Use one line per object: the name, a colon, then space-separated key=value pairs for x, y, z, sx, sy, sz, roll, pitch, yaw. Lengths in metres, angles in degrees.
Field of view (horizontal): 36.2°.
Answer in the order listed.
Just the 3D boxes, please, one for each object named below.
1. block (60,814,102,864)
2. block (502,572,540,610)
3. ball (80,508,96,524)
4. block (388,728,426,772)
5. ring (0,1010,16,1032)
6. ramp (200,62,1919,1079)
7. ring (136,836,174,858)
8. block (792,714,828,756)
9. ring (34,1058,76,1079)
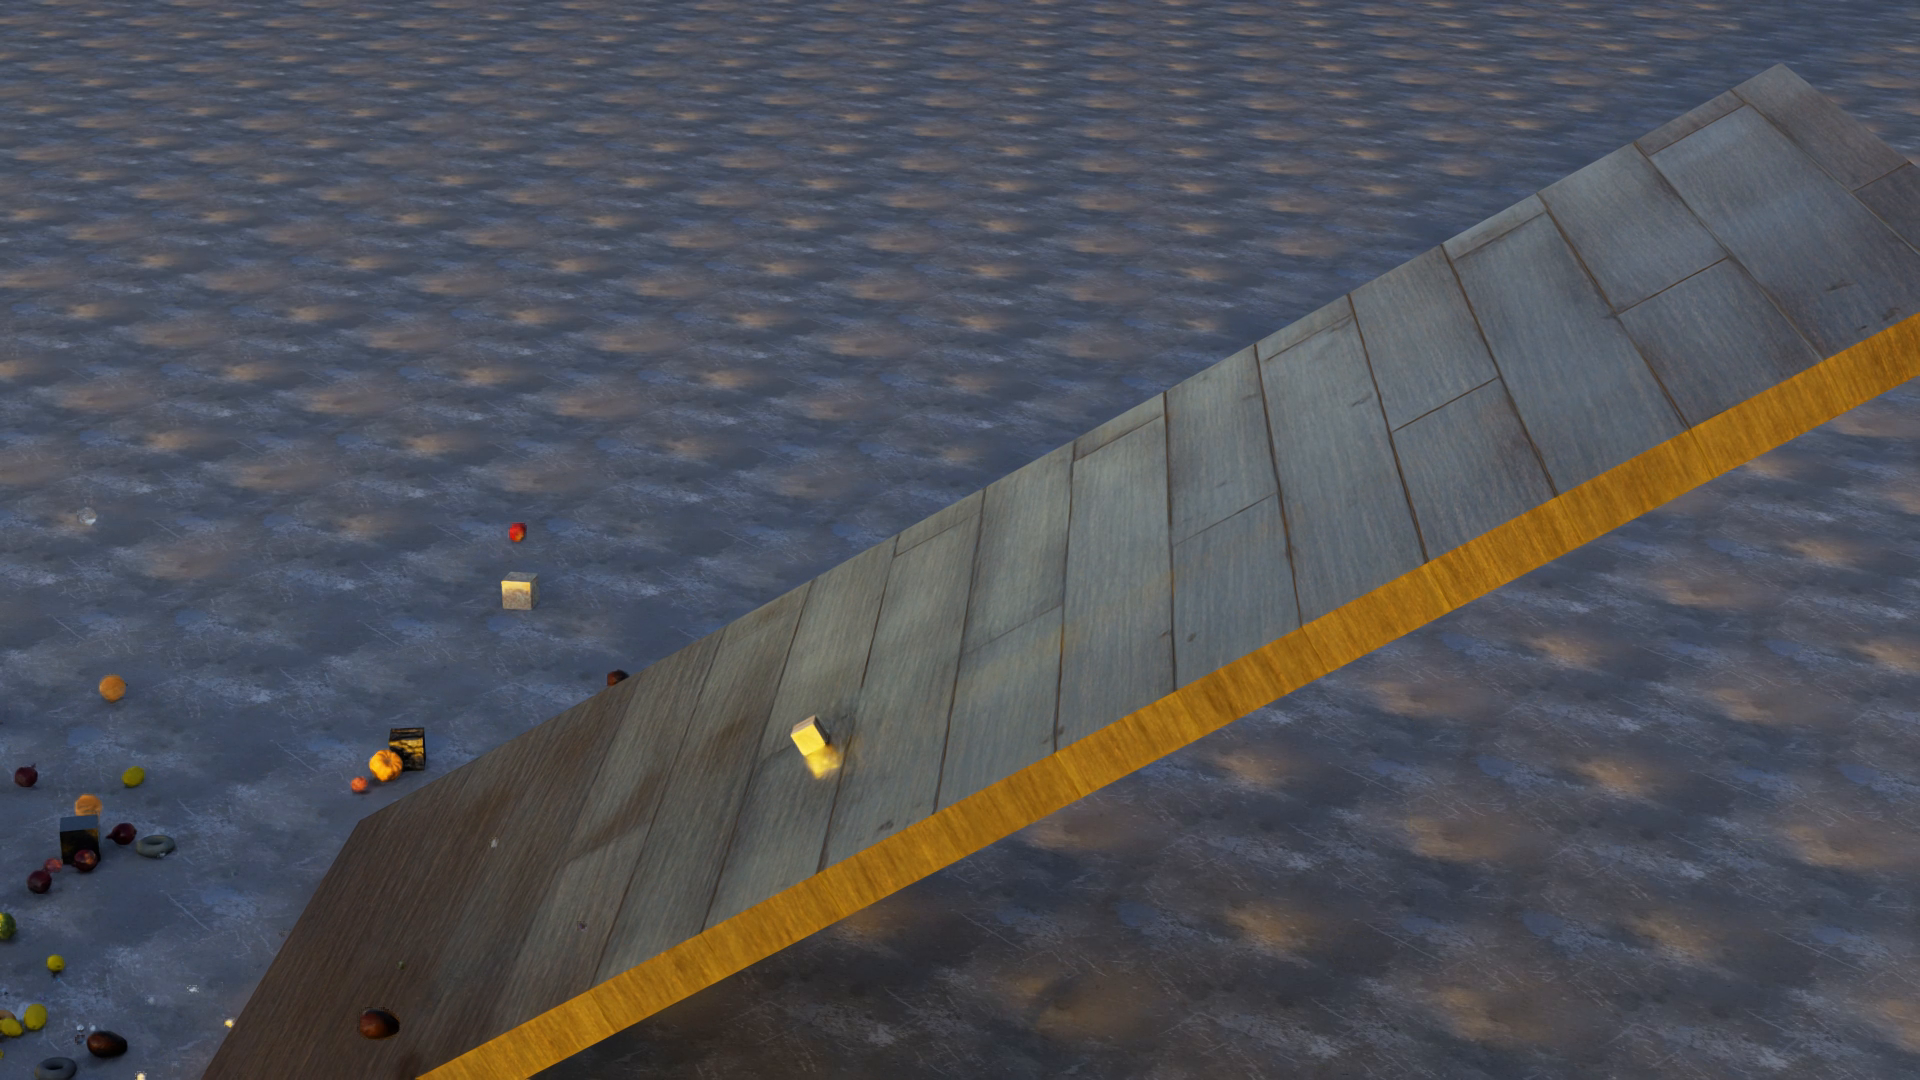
block: x=-2.277 y=0.775 z=7.613 sx=0.093 sy=0.093 sz=0.093 roll=-5 pitch=19 yaw=-14
block: x=-1.412 y=0.163 z=9.453 sx=0.093 sy=0.093 sz=0.093 roll=3 pitch=19 yaw=9
ball: x=-3.038 y=-0.082 z=10.245 sx=0.059 sy=0.059 sz=0.059 roll=0 pitch=18 yaw=0
block: x=-1.538 y=0.584 z=8.190 sx=0.092 sy=0.092 sz=0.092 roll=-2 pitch=19 yaw=-7
ring: x=-2.205 y=1.102 z=6.736 sx=0.081 sy=0.027 sz=0.081 roll=1 pitch=18 yaw=0
ramp: x=0.142 y=0.168 z=6.284 sx=4.000 sy=0.100 sz=2.000 roll=-28 pitch=15 yaw=12
ring: x=-2.091 y=0.796 z=7.648 sx=0.097 sy=0.032 sz=0.097 roll=1 pitch=19 yaw=0
block: x=-0.311 y=0.405 z=6.091 sx=0.053 sy=0.053 sz=0.053 roll=-28 pitch=15 yaw=12
ring: x=-2.003 y=1.174 z=6.515 sx=0.089 sy=0.030 sz=0.089 roll=1 pitch=18 yaw=0
